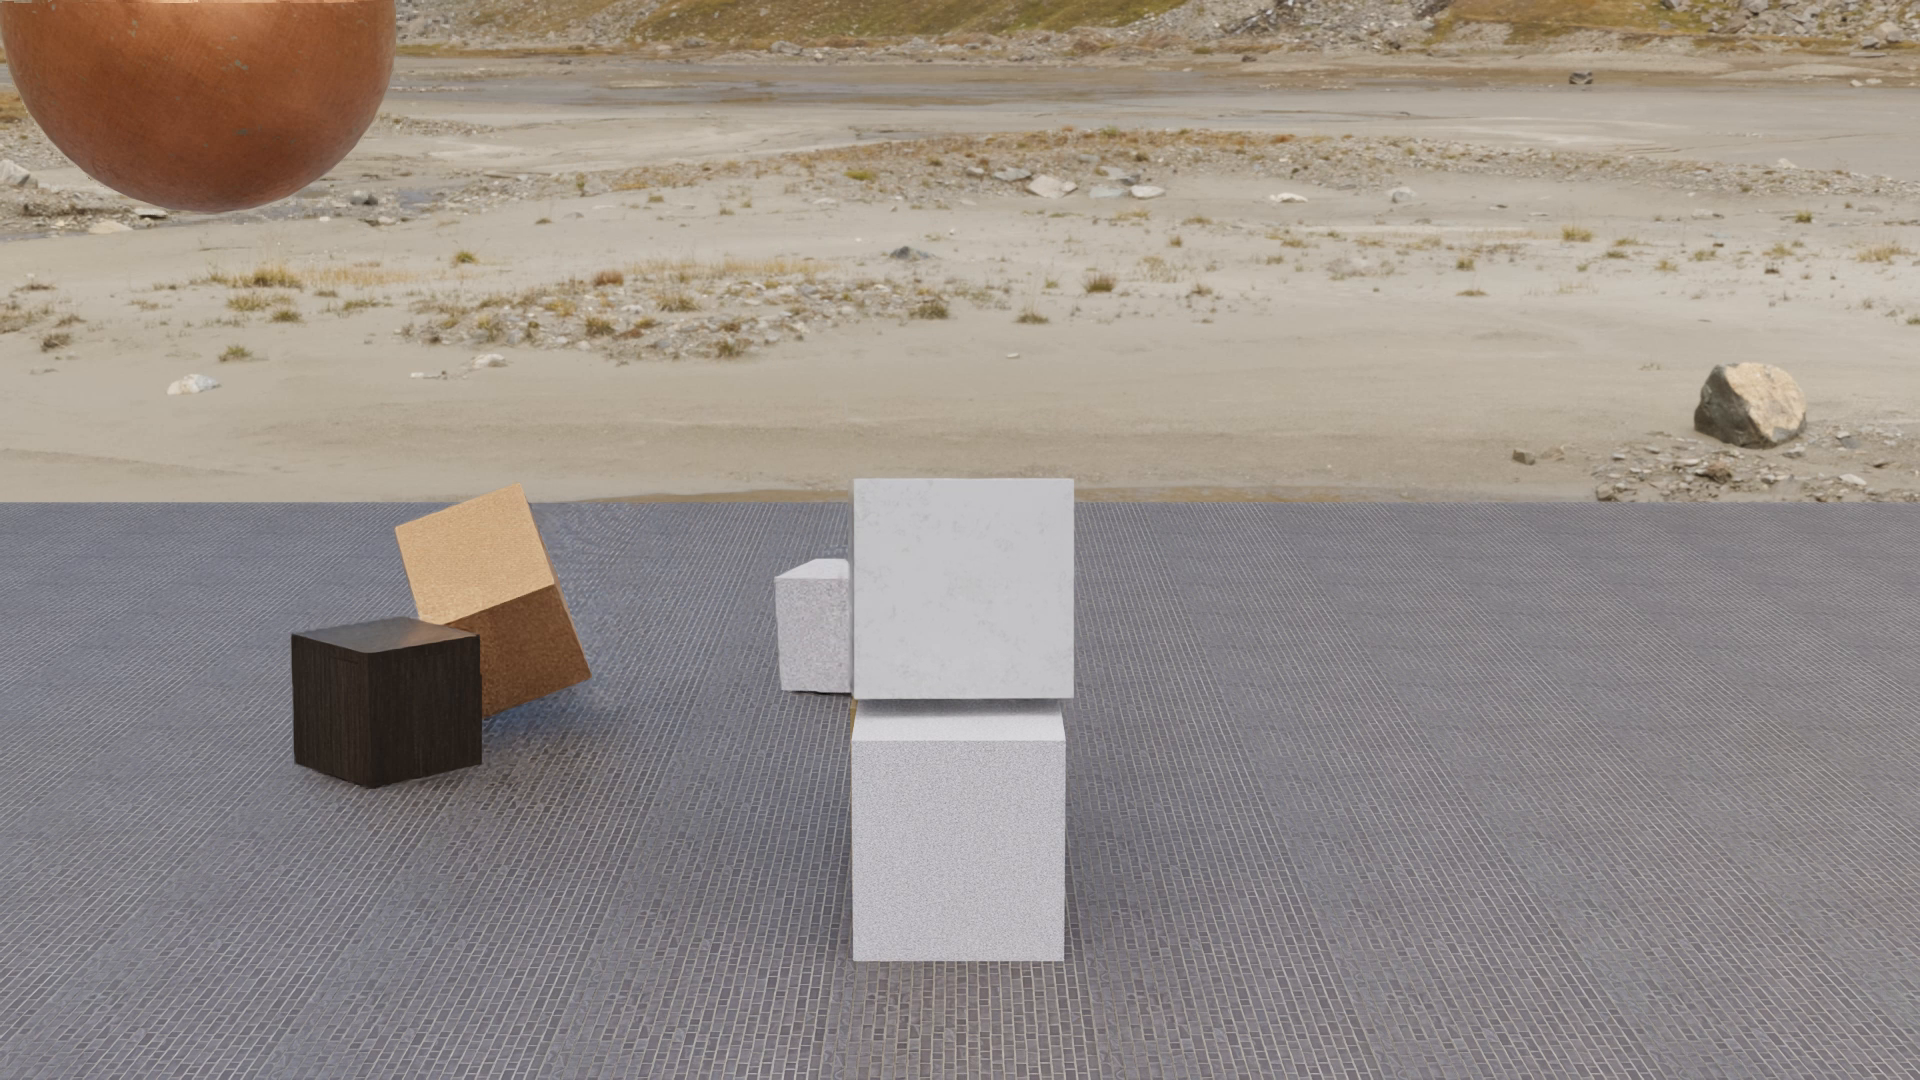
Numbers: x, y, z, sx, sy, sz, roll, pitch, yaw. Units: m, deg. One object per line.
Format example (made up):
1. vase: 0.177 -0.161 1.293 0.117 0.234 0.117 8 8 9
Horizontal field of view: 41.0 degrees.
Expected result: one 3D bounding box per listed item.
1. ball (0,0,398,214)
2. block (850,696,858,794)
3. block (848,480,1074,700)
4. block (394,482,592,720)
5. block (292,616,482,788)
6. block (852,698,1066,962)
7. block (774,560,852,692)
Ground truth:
1. ball: -3.184 -2.179 10.784 1.600 1.600 1.600 0 10 0
2. block: -0.023 1.058 11.429 0.896 0.829 0.775 0 10 0
3. block: -0.016 0.192 10.938 0.897 0.896 0.965 0 1 -4
4. block: -2.563 0.345 14.098 0.726 0.753 0.881 -21 44 -7
5. block: -2.934 0.815 13.147 0.676 0.679 0.676 9 13 42
6. block: -0.005 1.164 10.617 0.846 0.911 0.848 0 10 0
7. block: -0.652 0.493 14.904 0.622 0.661 0.613 0 9 19
